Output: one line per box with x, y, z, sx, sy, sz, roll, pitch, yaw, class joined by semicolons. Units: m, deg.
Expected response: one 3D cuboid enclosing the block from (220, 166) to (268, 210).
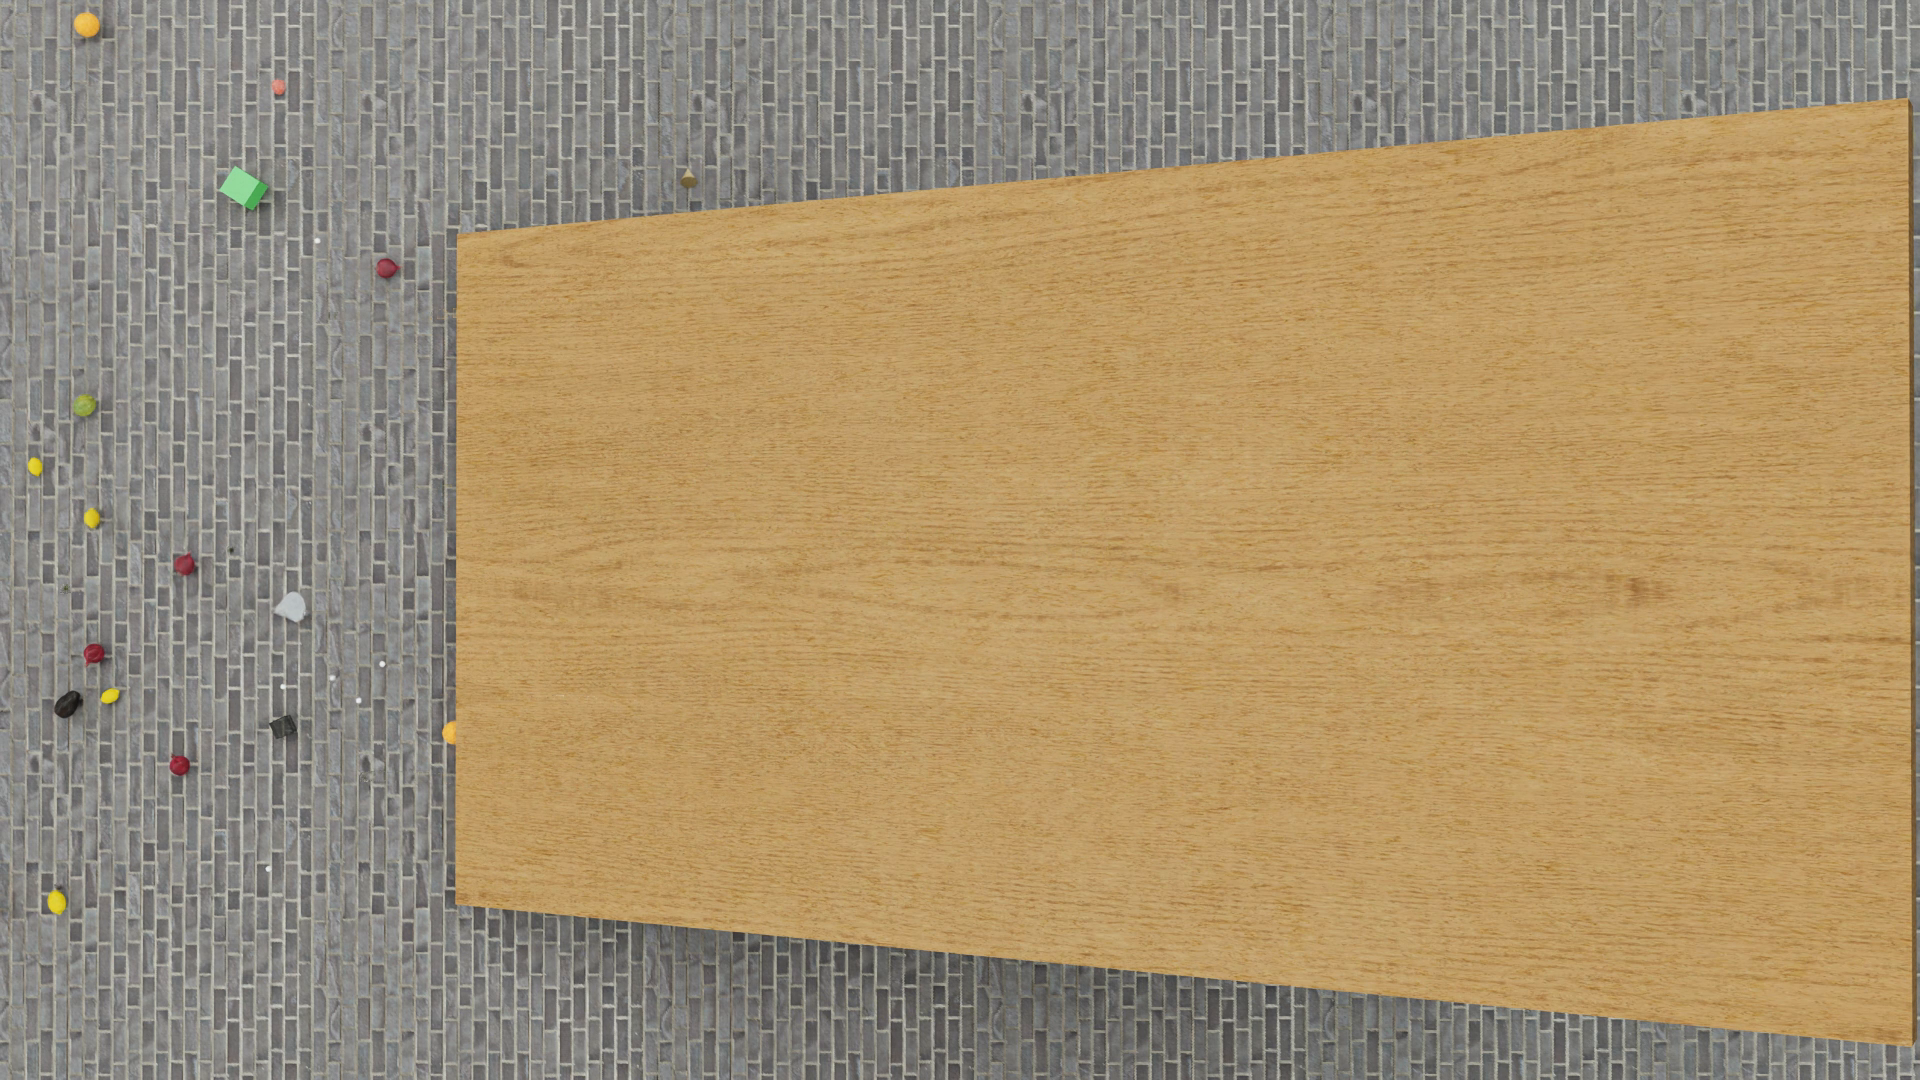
-2.154;-1.058;6.617;0.087;0.087;0.087;33;90;0;block

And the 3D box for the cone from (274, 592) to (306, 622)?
-2.037;0.210;6.627;0.090;0.090;0.090;-14;89;27;cone

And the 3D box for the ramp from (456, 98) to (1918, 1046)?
0.274;0.076;5.641;4.000;0.100;2.000;0;89;29;ramp

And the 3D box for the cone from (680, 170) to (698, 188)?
-0.821;-1.103;6.649;0.052;0.052;0.052;-7;63;0;cone

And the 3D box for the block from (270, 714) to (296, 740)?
-2.036;0.563;6.617;0.053;0.053;0.053;-25;89;0;block
